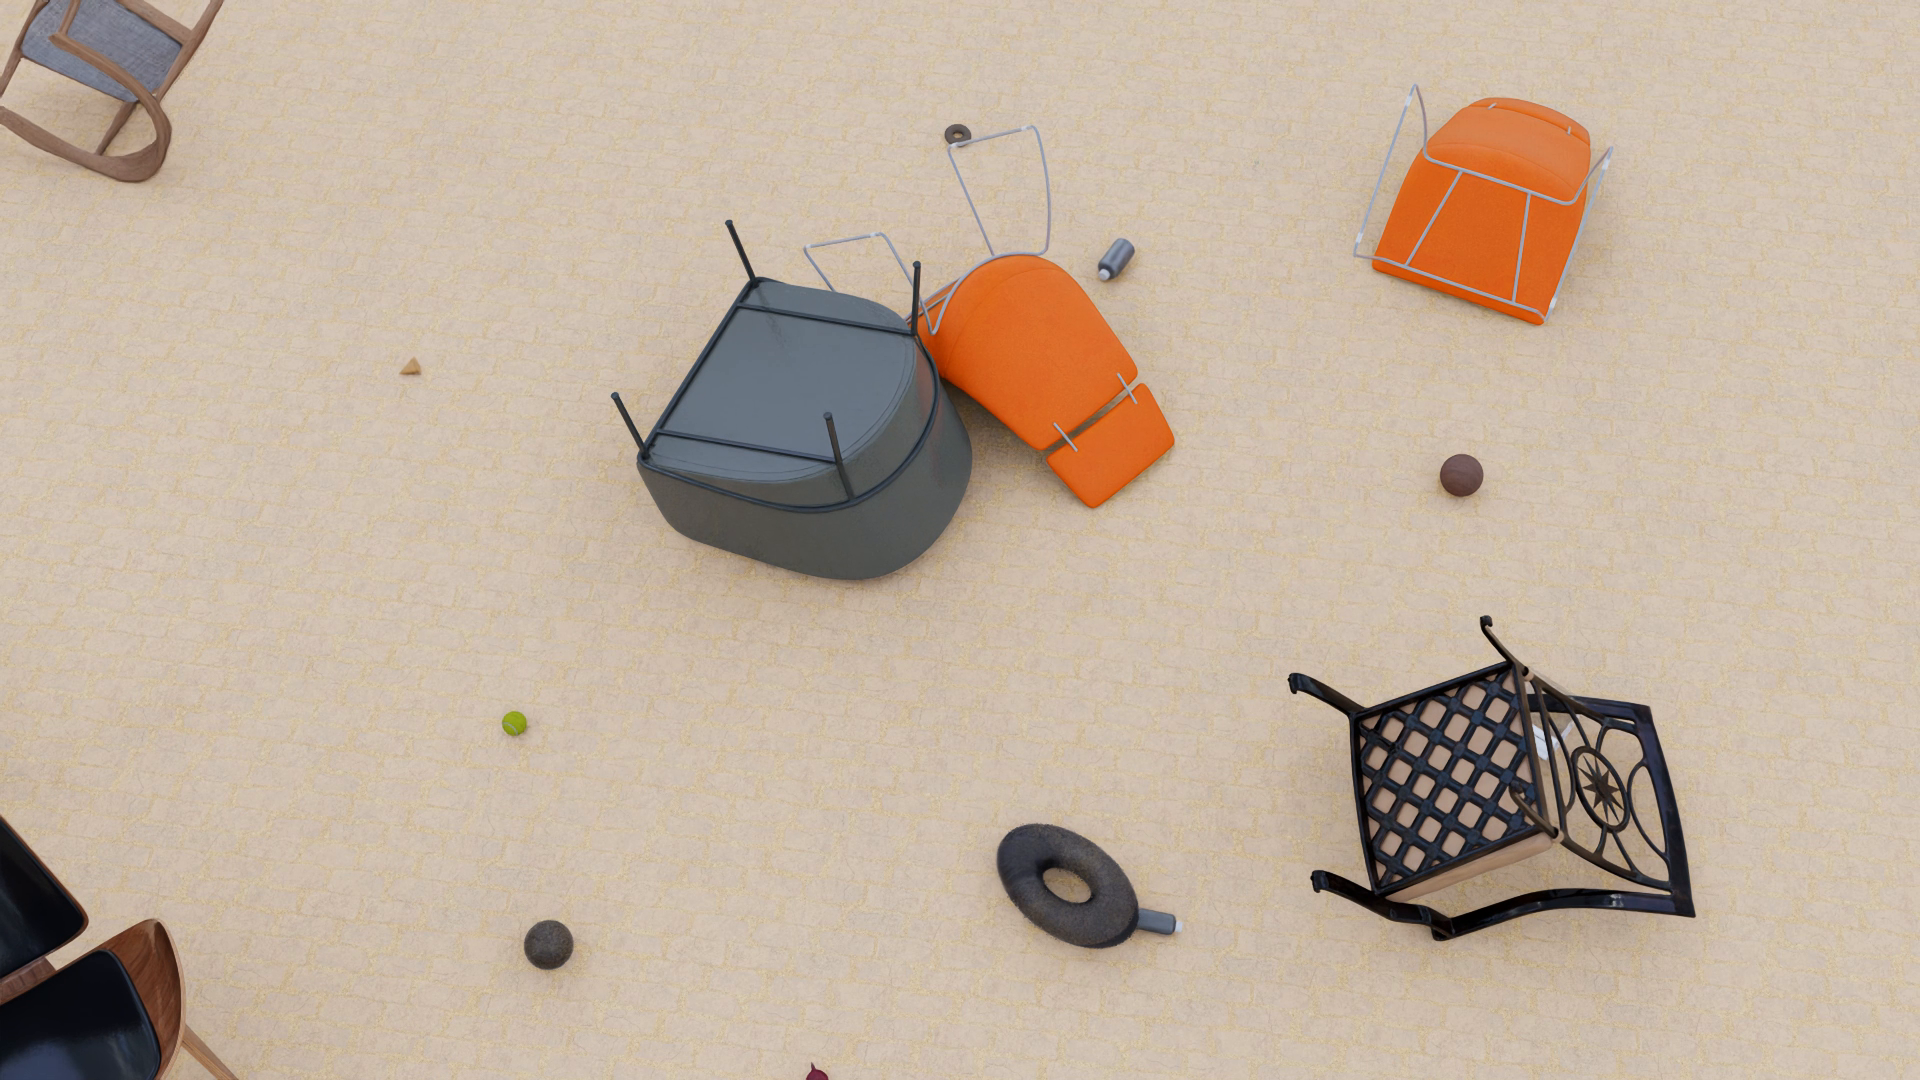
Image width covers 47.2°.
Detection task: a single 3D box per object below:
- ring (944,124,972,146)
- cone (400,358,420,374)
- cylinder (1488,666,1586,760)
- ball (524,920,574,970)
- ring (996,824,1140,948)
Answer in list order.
[{"bbox_3d":[-0.007,-1.377,7.484,0.091,0.025,0.102,-11,56,-8],"label":"ring"},{"bbox_3d":[-1.739,-0.537,6.921,0.068,0.045,0.058,-25,60,5],"label":"cone"},{"bbox_3d":[1.616,0.484,6.149,0.184,0.164,0.229,33,51,20],"label":"cylinder"},{"bbox_3d":[-1.081,1.065,5.781,0.131,0.131,0.131,0,56,0],"label":"ball"},{"bbox_3d":[0.286,0.923,5.877,0.448,0.116,0.279,35,63,27],"label":"ring"}]
